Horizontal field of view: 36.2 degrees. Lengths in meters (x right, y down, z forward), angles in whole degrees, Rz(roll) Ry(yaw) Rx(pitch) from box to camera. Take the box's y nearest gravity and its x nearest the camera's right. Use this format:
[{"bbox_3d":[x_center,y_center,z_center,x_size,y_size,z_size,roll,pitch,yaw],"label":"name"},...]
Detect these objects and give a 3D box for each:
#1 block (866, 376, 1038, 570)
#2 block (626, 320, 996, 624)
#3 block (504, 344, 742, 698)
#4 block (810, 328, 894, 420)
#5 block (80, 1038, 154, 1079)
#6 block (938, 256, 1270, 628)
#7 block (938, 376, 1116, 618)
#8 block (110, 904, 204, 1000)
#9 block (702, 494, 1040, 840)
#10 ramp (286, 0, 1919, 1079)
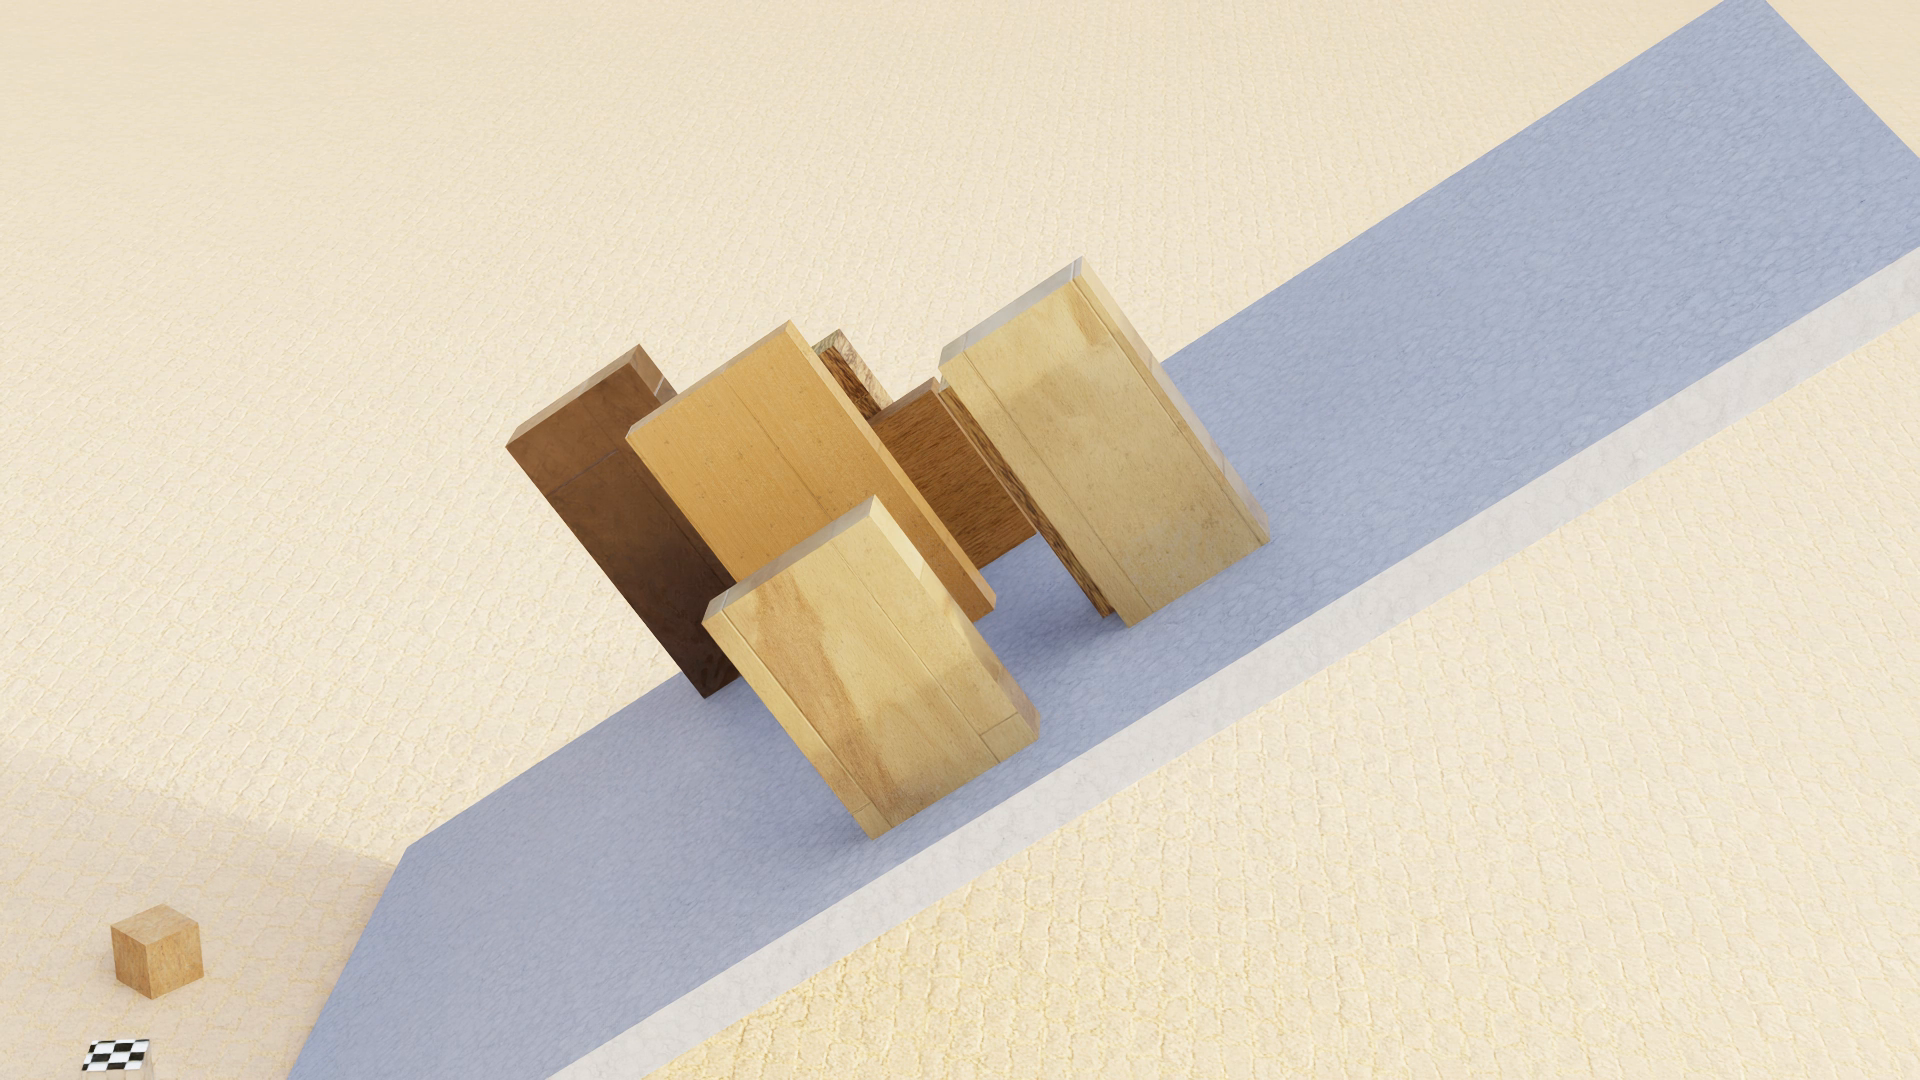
[{"bbox_3d":[-0.116,-0.080,6.636,0.426,0.410,0.094,-33,16,15],"label":"block"},{"bbox_3d":[-0.315,-0.048,6.316,0.426,0.758,0.081,-33,16,15],"label":"block"},{"bbox_3d":[-0.691,-0.040,7.066,0.374,0.786,0.144,-33,16,15],"label":"block"},{"bbox_3d":[-0.290,-0.135,6.870,0.423,0.573,0.129,-33,16,15],"label":"block"},{"bbox_3d":[-1.921,1.231,6.715,0.130,0.130,0.130,-2,22,-4],"label":"block"},{"bbox_3d":[0.280,-0.184,5.636,0.327,0.640,0.128,-33,16,15],"label":"block"},{"bbox_3d":[0.247,-0.168,5.798,0.300,0.568,0.147,-33,16,15],"label":"block"},{"bbox_3d":[-1.977,1.012,7.243,0.151,0.151,0.151,18,28,38],"label":"block"},{"bbox_3d":[-0.163,0.244,5.537,0.387,0.542,0.108,-33,16,15],"label":"block"},{"bbox_3d":[0.135,0.174,6.307,4.000,0.100,2.000,-33,16,15],"label":"ramp"}]
